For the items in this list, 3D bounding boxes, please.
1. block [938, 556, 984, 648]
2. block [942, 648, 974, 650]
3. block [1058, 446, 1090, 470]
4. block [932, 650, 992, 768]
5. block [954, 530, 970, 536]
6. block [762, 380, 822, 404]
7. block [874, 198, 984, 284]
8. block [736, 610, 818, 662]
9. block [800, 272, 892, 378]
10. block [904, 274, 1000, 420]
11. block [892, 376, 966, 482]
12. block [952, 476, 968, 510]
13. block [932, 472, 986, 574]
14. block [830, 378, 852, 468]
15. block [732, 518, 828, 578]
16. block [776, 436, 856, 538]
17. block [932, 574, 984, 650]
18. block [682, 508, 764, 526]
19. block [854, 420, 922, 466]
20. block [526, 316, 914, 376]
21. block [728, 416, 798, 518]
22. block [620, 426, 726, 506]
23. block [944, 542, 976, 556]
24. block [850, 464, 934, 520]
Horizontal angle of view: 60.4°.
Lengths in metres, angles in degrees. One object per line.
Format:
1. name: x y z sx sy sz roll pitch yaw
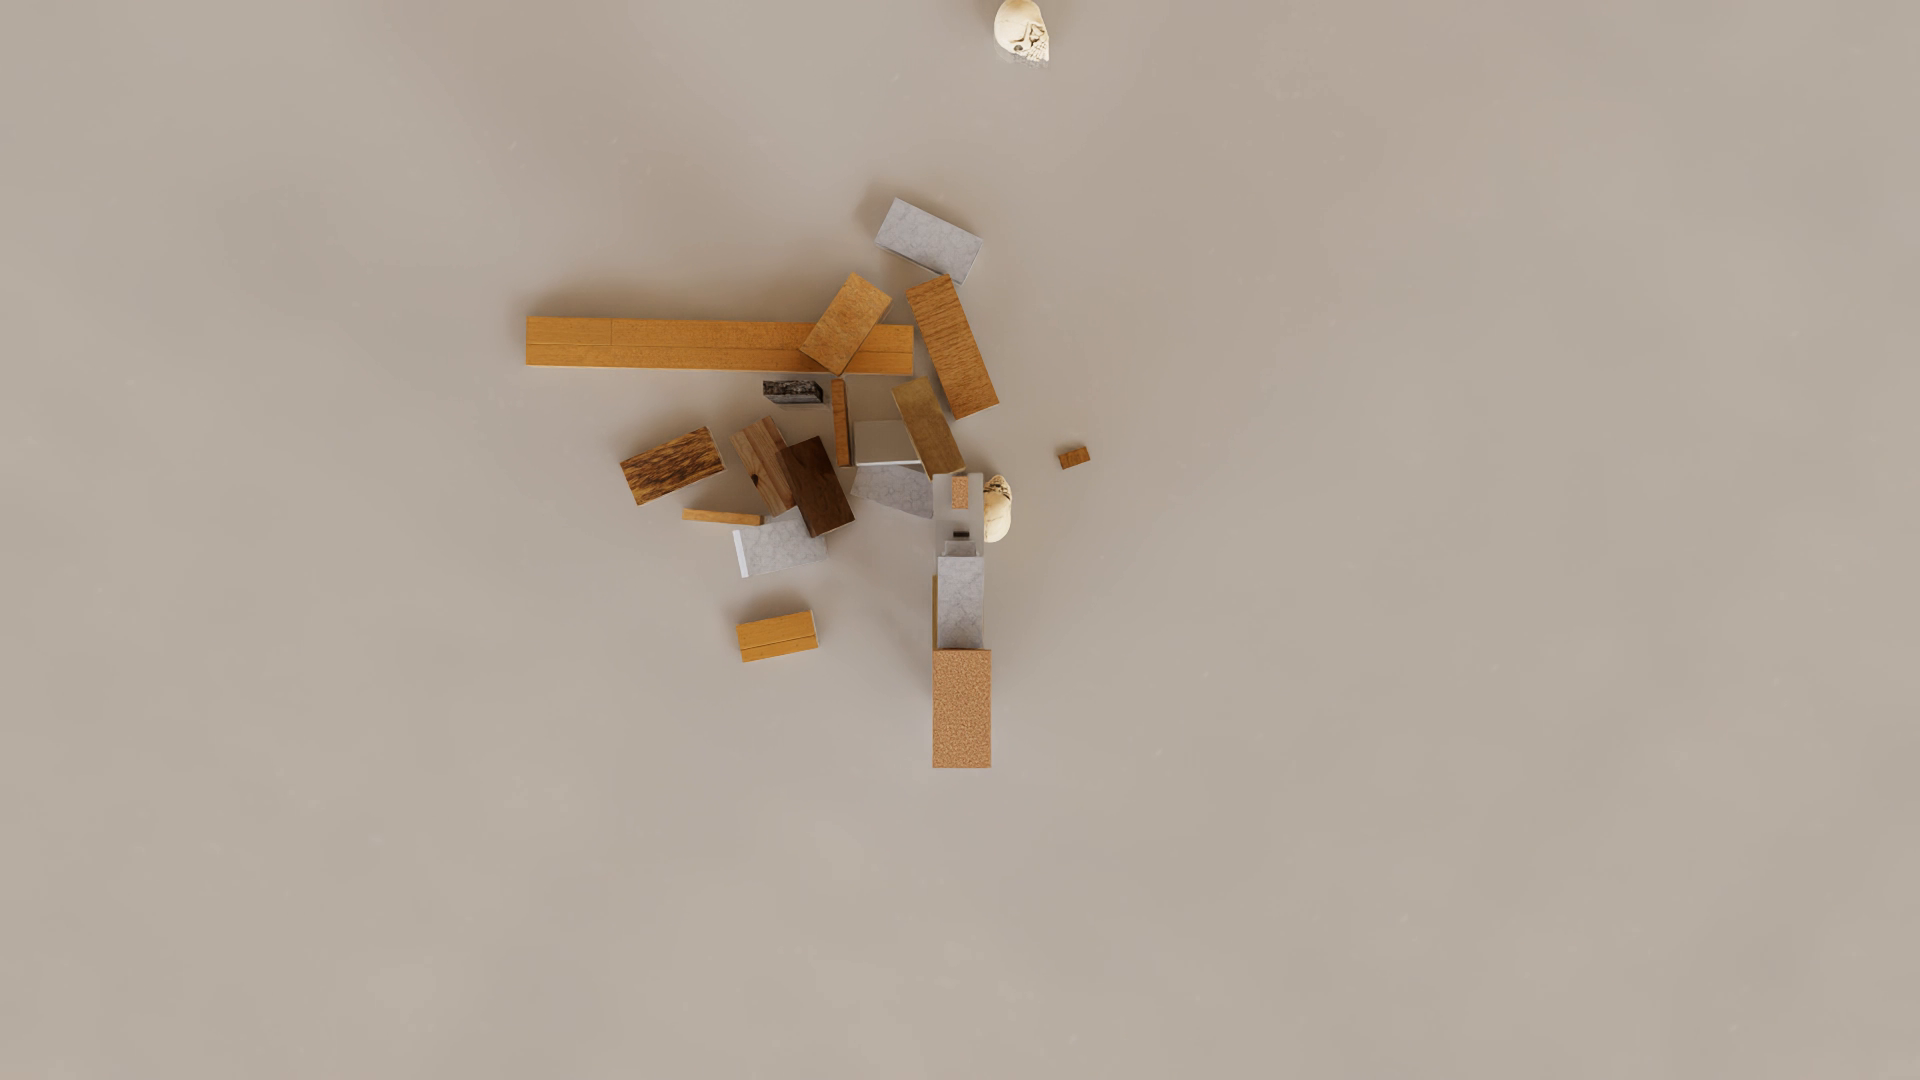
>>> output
1. block: 0.002 0.166 4.418 0.122 0.035 0.245 0 90 0
2. block: -0.004 0.269 4.693 0.091 0.026 0.182 0 90 0
3. block: 0.381 -0.273 5.493 0.096 0.014 0.048 -19 90 0
4. block: 0.005 0.445 4.349 0.154 0.044 0.309 0 90 0
5. block: 0.004 -0.019 4.867 0.048 0.096 0.014 -1 93 0
6. block: -0.538 -0.478 5.339 0.161 0.322 0.046 0 90 0
7. block: -0.104 -0.992 5.477 0.322 0.046 0.161 26 90 0
8. block: -0.607 0.321 5.482 0.252 0.036 0.126 -11 90 0
9. block: -0.376 -0.709 5.432 0.155 0.044 0.311 34 90 0
10. block: -0.026 -0.638 5.455 0.155 0.044 0.456 -22 96 0
11. block: -0.105 -0.366 5.433 0.126 0.036 0.336 -22 81 -8
12. block: 0.001 -0.141 4.908 0.048 0.014 0.096 0 90 0
13. block: -0.003 -0.049 4.936 0.149 0.042 0.298 -1 90 0
14. block: -0.390 -0.384 5.430 0.040 0.140 0.281 -5 90 0
15. block: -0.586 0.017 5.389 0.305 0.043 0.153 -13 92 -37
16. block: -0.478 -0.176 5.444 0.153 0.043 0.305 -24 90 -30
17. block: -0.005 0.258 4.909 0.154 0.044 0.308 0 90 0
18. block: -0.778 -0.074 5.437 0.252 0.126 0.036 5 90 0
19. block: -0.206 -0.324 5.456 0.281 0.040 0.140 -3 78 -4
20. block: -0.796 -0.644 5.477 1.279 0.046 0.161 1 90 0
21. block: -0.626 -0.243 5.478 0.153 0.043 0.305 -28 90 0
22. block: -0.954 -0.245 5.478 0.311 0.044 0.155 -23 90 0
23. block: 0.001 0.090 4.701 0.087 0.025 0.174 0 90 0
24. block: -0.210 -0.176 5.480 0.281 0.040 0.140 18 90 0
